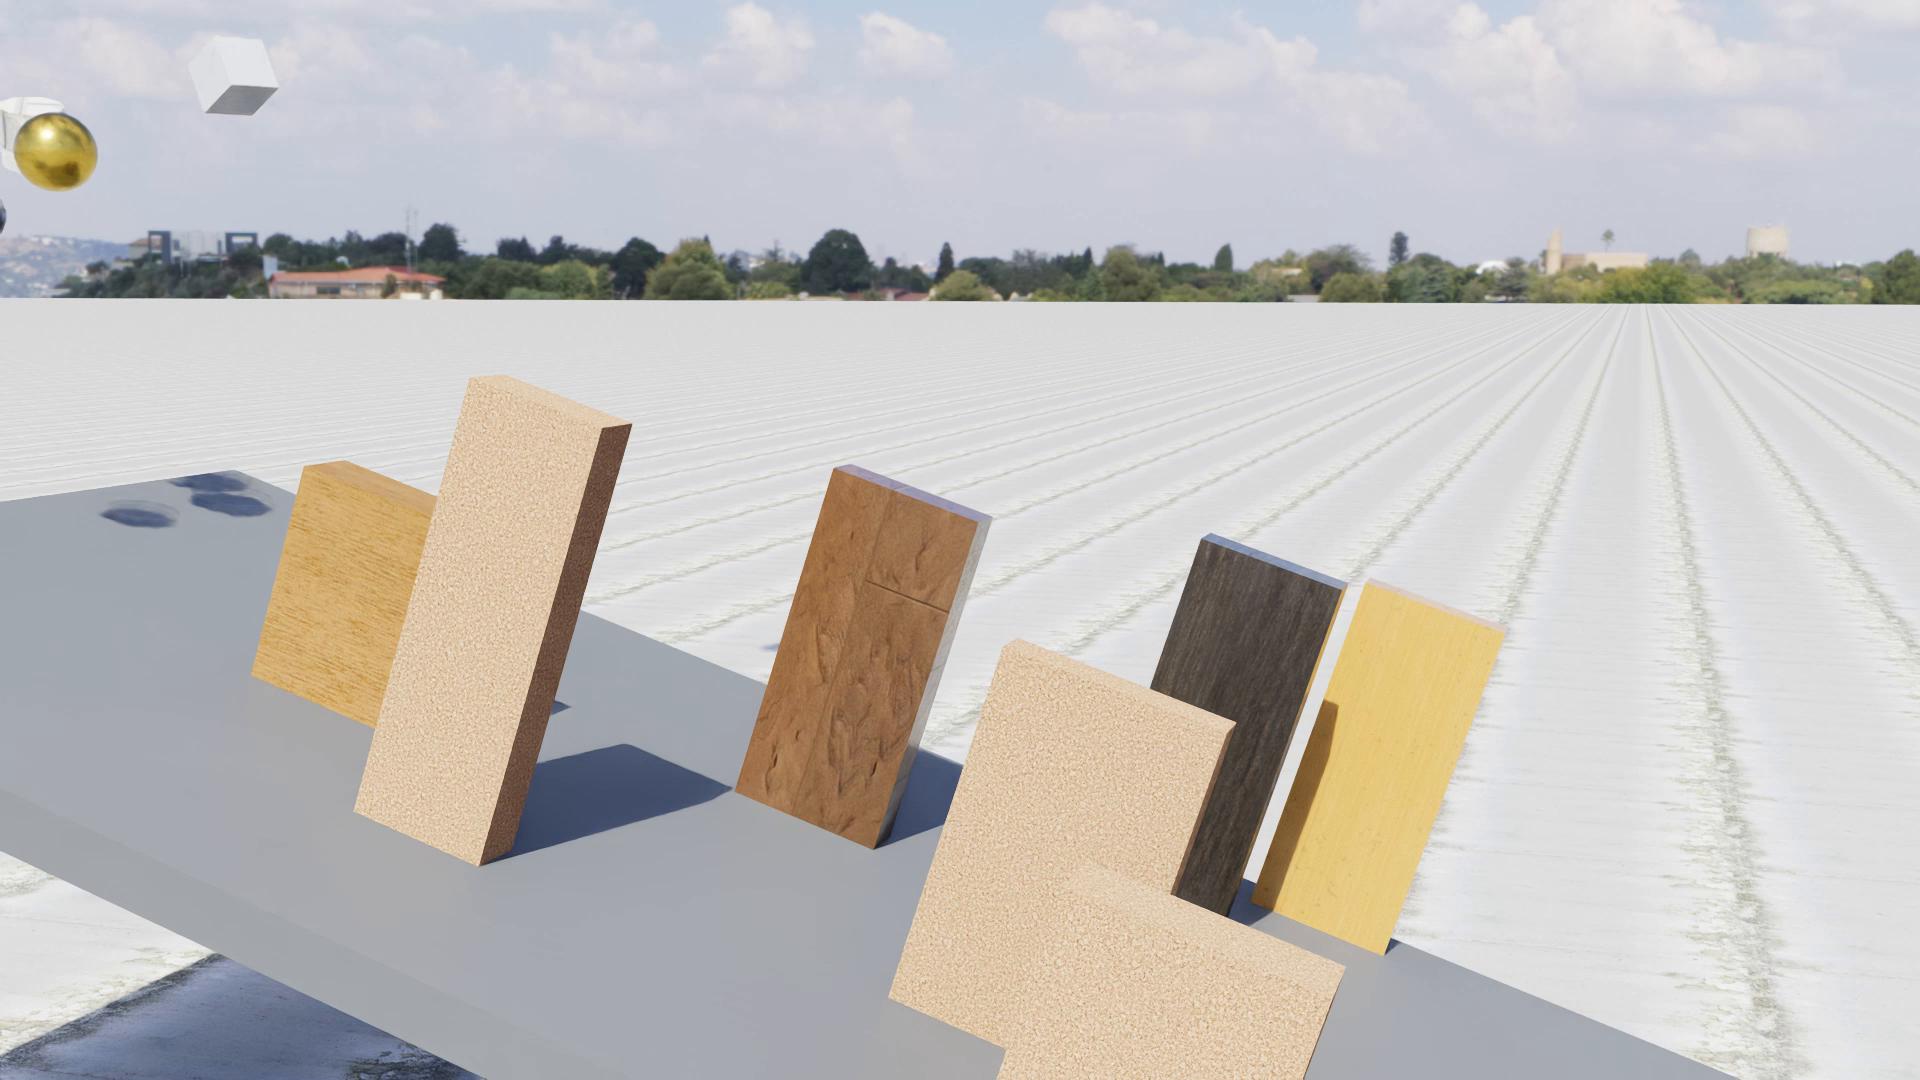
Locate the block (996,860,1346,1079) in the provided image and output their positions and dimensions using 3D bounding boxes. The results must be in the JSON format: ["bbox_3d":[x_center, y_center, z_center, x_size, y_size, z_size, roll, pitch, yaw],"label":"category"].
[{"bbox_3d":[0.262,0.778,3.098,0.392,0.519,0.143,21,12,14],"label":"block"}]

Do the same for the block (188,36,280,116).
[{"bbox_3d":[-1.543,-0.984,4.669,0.116,0.116,0.116,-30,-13,37],"label":"block"}]

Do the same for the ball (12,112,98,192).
[{"bbox_3d":[-1.861,-0.799,4.527,0.163,0.163,0.163,0,7,0],"label":"ball"}]

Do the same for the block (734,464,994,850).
[{"bbox_3d":[-0.198,0.235,4.444,0.316,0.707,0.102,21,12,14],"label":"block"}]

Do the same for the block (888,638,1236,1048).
[{"bbox_3d":[0.166,0.543,3.702,0.395,0.653,0.090,21,12,14],"label":"block"}]

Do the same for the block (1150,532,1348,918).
[{"bbox_3d":[0.514,0.409,4.488,0.297,0.789,0.103,21,12,14],"label":"block"}]

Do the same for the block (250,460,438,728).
[{"bbox_3d":[-1.132,0.117,4.279,0.372,0.436,0.142,21,12,14],"label":"block"}]

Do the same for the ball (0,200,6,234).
[{"bbox_3d":[-1.953,-0.642,4.340,0.129,0.129,0.129,0,7,0],"label":"ball"}]

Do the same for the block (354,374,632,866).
[{"bbox_3d":[-0.805,0.138,3.776,0.255,0.799,0.116,21,12,14],"label":"block"}]

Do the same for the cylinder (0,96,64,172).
[{"bbox_3d":[-1.956,-0.854,4.641,0.127,0.127,0.127,8,27,-4],"label":"cylinder"}]

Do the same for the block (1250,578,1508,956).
[{"bbox_3d":[0.903,0.491,4.763,0.308,0.756,0.088,21,12,14],"label":"block"}]

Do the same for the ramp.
[{"bbox_3d":[-0.354,0.666,4.224,4.000,0.100,2.000,21,12,14],"label":"ramp"}]
